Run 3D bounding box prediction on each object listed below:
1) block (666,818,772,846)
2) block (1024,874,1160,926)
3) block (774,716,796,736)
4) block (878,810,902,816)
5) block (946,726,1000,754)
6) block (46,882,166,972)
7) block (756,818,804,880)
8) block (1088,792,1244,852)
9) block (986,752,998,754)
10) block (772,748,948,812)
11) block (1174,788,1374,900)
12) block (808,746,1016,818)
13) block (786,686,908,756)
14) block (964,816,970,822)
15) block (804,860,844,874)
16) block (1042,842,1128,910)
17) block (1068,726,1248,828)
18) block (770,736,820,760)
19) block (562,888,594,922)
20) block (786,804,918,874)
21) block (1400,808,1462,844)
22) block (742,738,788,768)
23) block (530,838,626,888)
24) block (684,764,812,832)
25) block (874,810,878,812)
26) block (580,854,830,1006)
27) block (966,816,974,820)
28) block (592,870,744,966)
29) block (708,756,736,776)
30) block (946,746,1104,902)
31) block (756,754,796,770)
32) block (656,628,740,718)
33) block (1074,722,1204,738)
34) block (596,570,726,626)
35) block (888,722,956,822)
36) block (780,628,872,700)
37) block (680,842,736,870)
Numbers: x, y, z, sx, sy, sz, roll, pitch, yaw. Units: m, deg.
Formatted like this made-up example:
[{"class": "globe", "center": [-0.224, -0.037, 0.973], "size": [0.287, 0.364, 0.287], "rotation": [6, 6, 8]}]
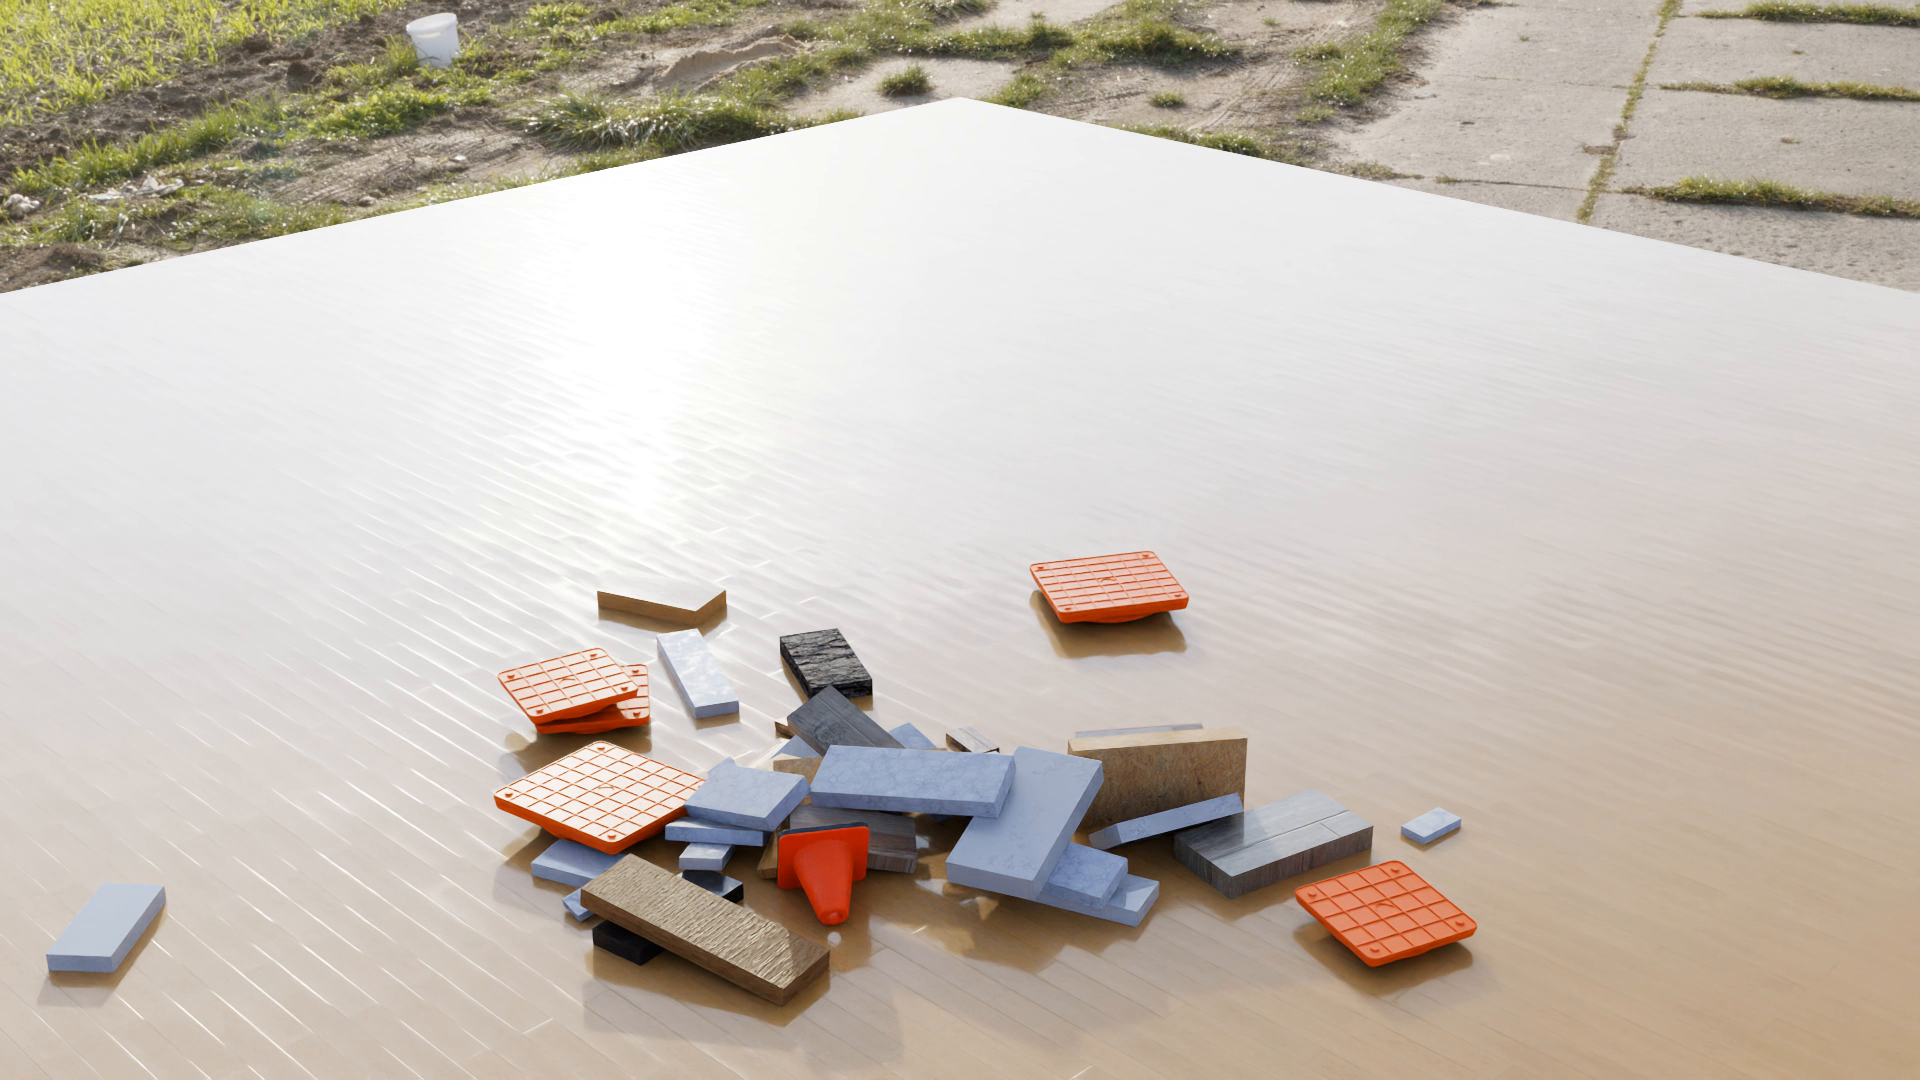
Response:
[{"class": "block", "center": [-0.468, 0.573, 4.322], "size": [0.198, 0.028, 0.099], "rotation": [2, 3, 12]}, {"class": "block", "center": [0.247, 0.662, 4.159], "size": [0.232, 0.033, 0.116], "rotation": [10, 25, 23]}, {"class": "block", "center": [-0.332, 0.402, 4.743], "size": [0.074, 0.021, 0.148], "rotation": [-17, 16, -30]}, {"class": "block", "center": [-0.212, 0.570, 4.360], "size": [0.190, 0.023, 0.081], "rotation": [-17, 19, -41]}, {"class": "block", "center": [0.027, 0.436, 4.713], "size": [0.060, 0.017, 0.120], "rotation": [-14, 27, -30]}, {"class": "block", "center": [-1.567, 0.711, 4.043], "size": [0.120, 0.034, 0.239], "rotation": [1, 23, 3]}, {"class": "block", "center": [-0.334, 0.595, 4.275], "size": [0.081, 0.023, 0.163], "rotation": [-10, 28, 18]}, {"class": "block", "center": [0.403, 0.555, 4.306], "size": [0.273, 0.039, 0.136], "rotation": [-11, -12, -23]}, {"class": "block", "center": [0.037, 0.475, 4.621], "size": [0.116, 0.016, 0.058], "rotation": [-11, 25, -24]}, {"class": "block", "center": [-0.197, 0.484, 4.386], "size": [0.350, 0.035, 0.124], "rotation": [-4, 41, 0]}, {"class": "block", "center": [0.614, 0.591, 4.304], "size": [0.355, 0.050, 0.177], "rotation": [-14, 27, -29]}, {"class": "block", "center": [-0.094, 0.469, 4.285], "size": [0.385, 0.039, 0.136], "rotation": [1, 36, 20]}, {"class": "block", "center": [-0.232, 0.407, 4.516], "size": [0.121, 0.034, 0.241], "rotation": [-36, 55, -26]}, {"class": "block", "center": [0.033, 0.531, 4.422], "size": [0.076, 0.021, 0.151], "rotation": [-20, 49, -39]}, {"class": "block", "center": [-0.245, 0.617, 4.285], "size": [0.121, 0.017, 0.060], "rotation": [-10, 25, -22]}, {"class": "block", "center": [0.187, 0.619, 4.151], "size": [0.232, 0.033, 0.116], "rotation": [13, 39, 26]}, {"class": "block", "center": [0.394, 0.477, 4.411], "size": [0.355, 0.177, 0.050], "rotation": [-3, 23, -8]}, {"class": "block", "center": [-0.346, 0.470, 4.575], "size": [0.085, 0.024, 0.171], "rotation": [31, 34, 12]}, {"class": "block", "center": [-0.679, 0.665, 4.128], "size": [0.120, 0.017, 0.060], "rotation": [-30, 42, -27]}, {"class": "block", "center": [-0.210, 0.577, 4.262], "size": [0.247, 0.035, 0.124], "rotation": [8, 33, -11]}, {"class": "block", "center": [0.941, 0.571, 4.394], "size": [0.116, 0.016, 0.058], "rotation": [-18, 29, -36]}, {"class": "block", "center": [-0.390, 0.471, 4.620], "size": [0.085, 0.024, 0.171], "rotation": [13, 26, 28]}, {"class": "block", "center": [-0.714, 0.631, 4.237], "size": [0.198, 0.028, 0.099], "rotation": [10, 25, 22]}, {"class": "block", "center": [-0.419, 0.506, 4.329], "size": [0.247, 0.035, 0.124], "rotation": [2, 38, 44]}, {"class": "block", "center": [-0.222, 0.537, 4.372], "size": [0.121, 0.017, 0.060], "rotation": [-3, 33, 1]}, {"class": "block", "center": [-0.465, 0.702, 3.985], "size": [0.459, 0.040, 0.141], "rotation": [20, 30, 26]}, {"class": "block", "center": [0.090, 0.541, 4.311], "size": [0.232, 0.033, 0.116], "rotation": [38, 41, 17]}, {"class": "block", "center": [-0.540, 0.693, 4.084], "size": [0.120, 0.034, 0.279], "rotation": [16, 28, 33]}, {"class": "block", "center": [-0.479, 0.495, 4.538], "size": [0.060, 0.017, 0.120], "rotation": [-35, 30, -5]}, {"class": "block", "center": [0.127, 0.536, 4.207], "size": [0.177, 0.050, 0.355], "rotation": [9, 37, 23]}, {"class": "block", "center": [-0.382, 0.470, 4.487], "size": [0.060, 0.017, 0.121], "rotation": [9, 22, 38]}, {"class": "block", "center": [-0.601, 0.301, 5.016], "size": [0.099, 0.028, 0.393], "rotation": [-8, 24, -18]}, {"class": "block", "center": [0.385, 0.448, 4.625], "size": [0.273, 0.039, 0.136], "rotation": [-4, 29, -3]}, {"class": "block", "center": [-0.729, 0.140, 5.380], "size": [0.283, 0.040, 0.141], "rotation": [10, 25, 23]}, {"class": "block", "center": [-0.075, 0.475, 4.514], "size": [0.121, 0.034, 0.241], "rotation": [-20, 46, -39]}, {"class": "block", "center": [-0.309, 0.286, 5.035], "size": [0.141, 0.040, 0.283], "rotation": [-8, 24, -17]}, {"class": "block", "center": [-0.486, 0.606, 4.243], "size": [0.081, 0.023, 0.163], "rotation": [1, 5, 3]}]
